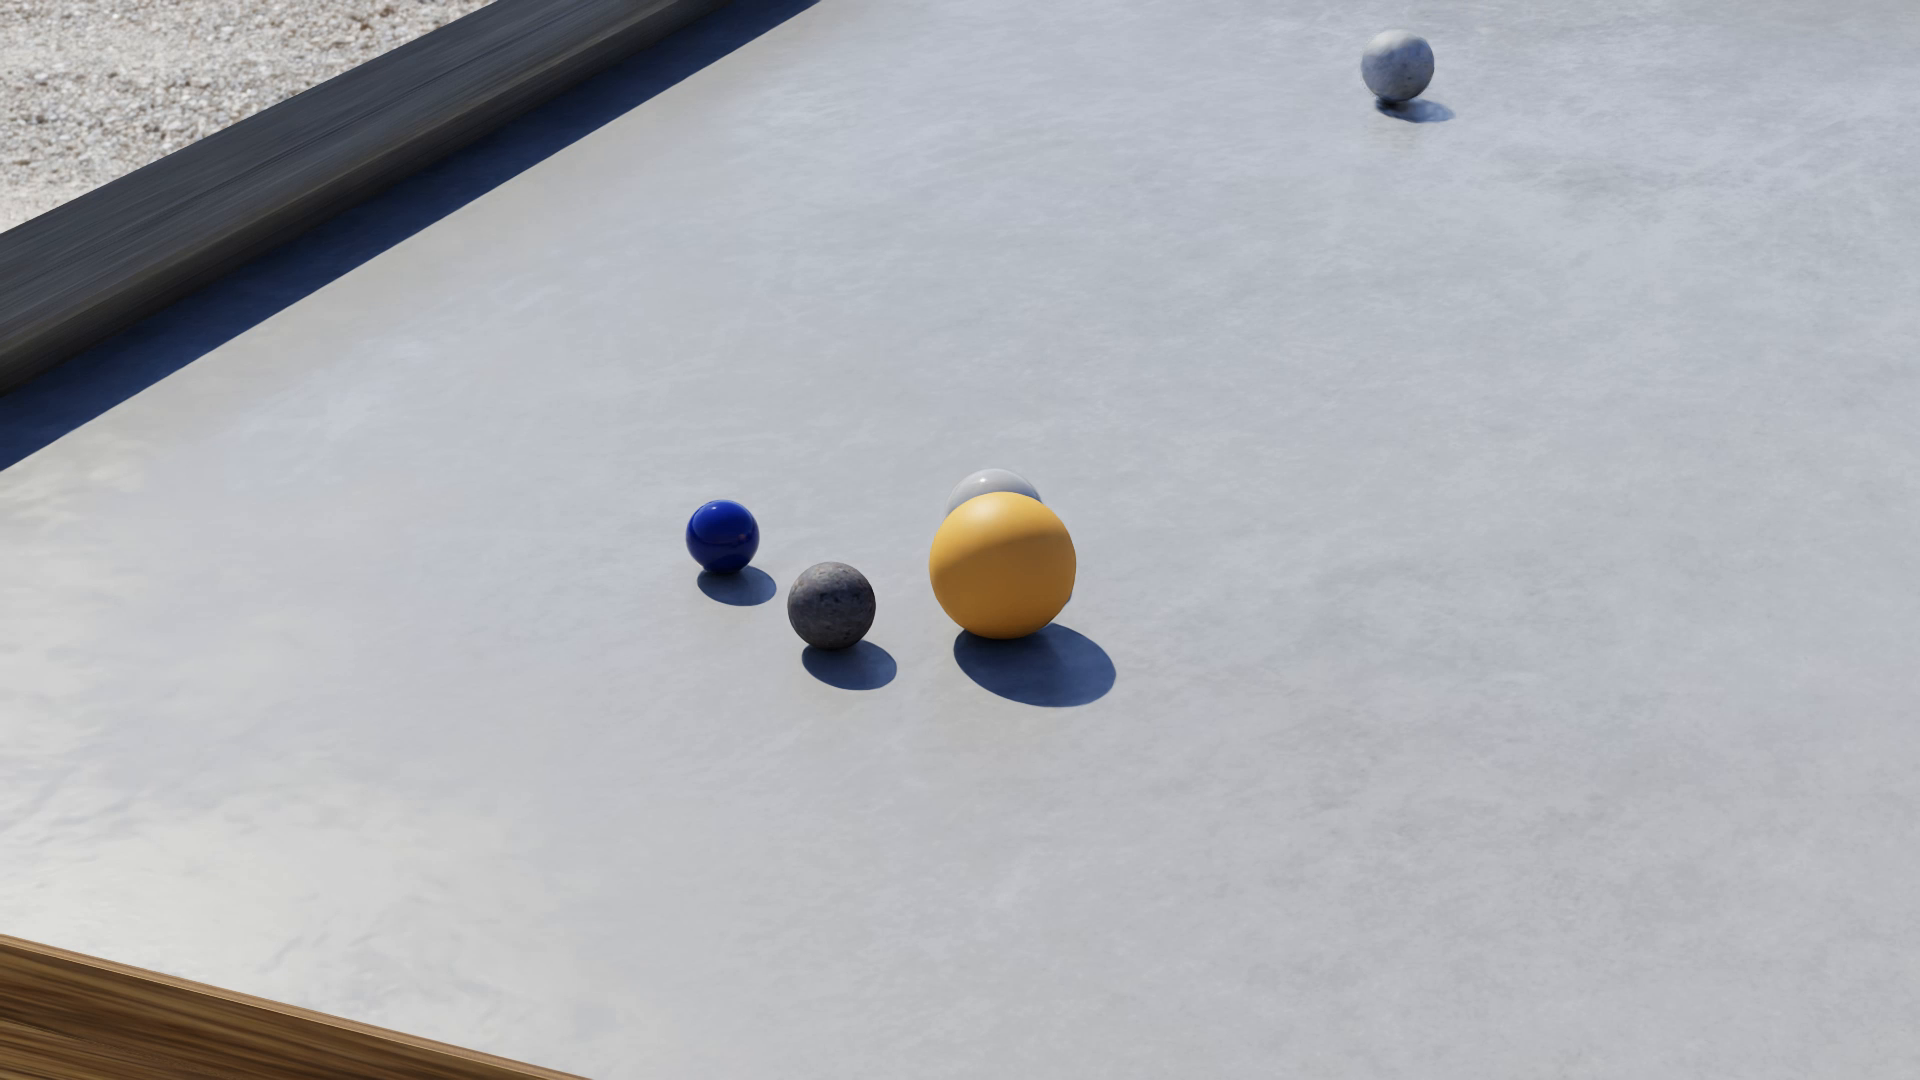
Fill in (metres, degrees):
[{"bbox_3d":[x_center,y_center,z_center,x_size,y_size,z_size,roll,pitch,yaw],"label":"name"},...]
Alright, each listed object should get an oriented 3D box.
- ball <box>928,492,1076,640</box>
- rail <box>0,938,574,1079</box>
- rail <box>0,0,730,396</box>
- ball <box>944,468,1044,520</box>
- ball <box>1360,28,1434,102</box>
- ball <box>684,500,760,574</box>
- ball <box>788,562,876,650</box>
[{"bbox_3d":[0.026,0.016,1.823,0.092,0.092,0.092,0,25,0],"label":"ball"},{"bbox_3d":[-0.260,0.248,1.289,1.573,0.119,0.045,10,27,20],"label":"rail"},{"bbox_3d":[-0.440,-0.427,2.742,0.045,0.119,2.887,10,27,20],"label":"rail"},{"bbox_3d":[0.023,-0.014,1.917,0.067,0.067,0.067,0,25,0],"label":"ball"},{"bbox_3d":[0.429,-0.466,2.885,0.072,0.072,0.072,0,25,0],"label":"ball"},{"bbox_3d":[-0.154,-0.002,1.913,0.049,0.049,0.049,0,25,0],"label":"ball"},{"bbox_3d":[-0.079,0.041,1.814,0.055,0.055,0.055,0,25,0],"label":"ball"}]
